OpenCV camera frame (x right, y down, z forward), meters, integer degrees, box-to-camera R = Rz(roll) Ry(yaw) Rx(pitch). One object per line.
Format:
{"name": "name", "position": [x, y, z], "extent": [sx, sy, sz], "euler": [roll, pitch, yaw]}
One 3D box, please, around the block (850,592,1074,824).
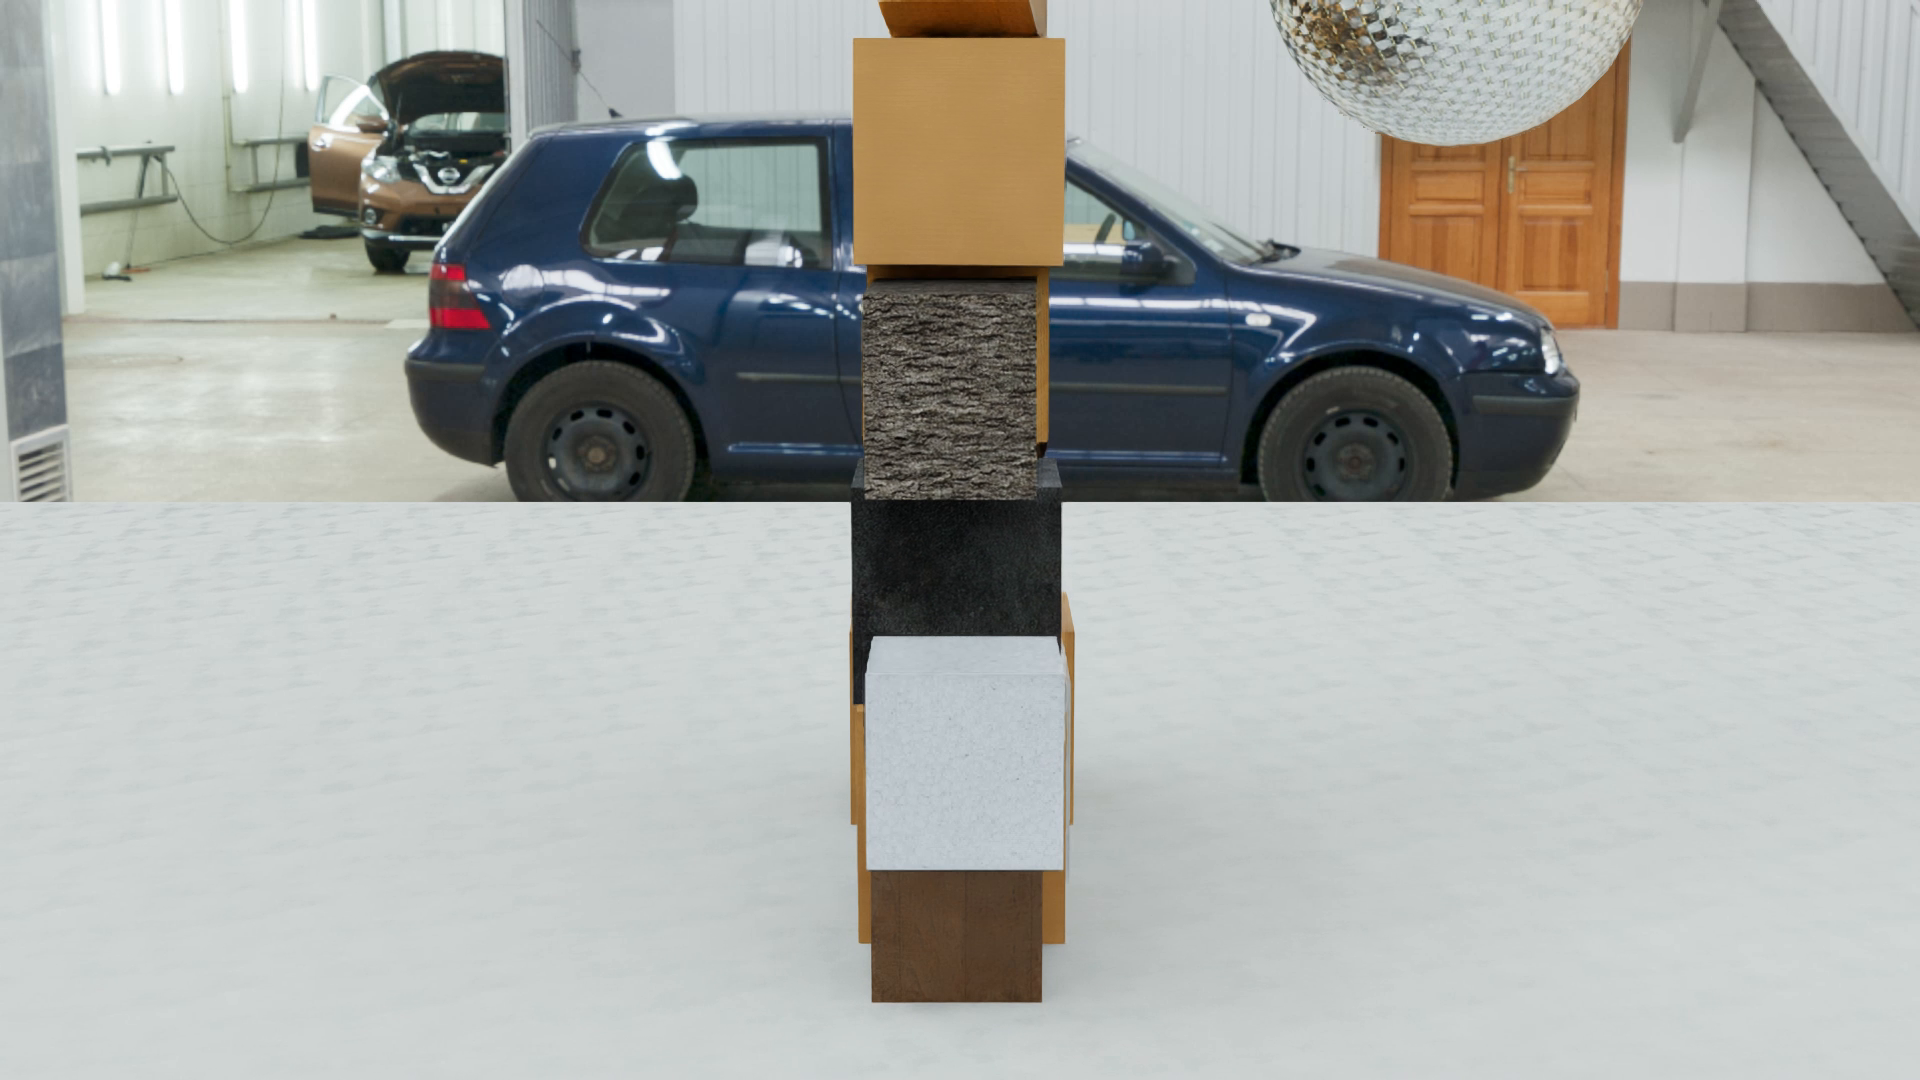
{"name": "block", "position": [0.009, 0.805, 12.527], "extent": [1.053, 0.935, 0.943], "euler": [0, 10, 0]}

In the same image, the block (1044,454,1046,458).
{"name": "block", "position": [0.019, 0.097, 11.553], "extent": [0.751, 0.843, 0.799], "euler": [0, 13, 0]}

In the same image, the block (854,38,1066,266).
{"name": "block", "position": [0.013, -1.620, 10.747], "extent": [0.850, 0.901, 0.897], "euler": [1, 8, 2]}

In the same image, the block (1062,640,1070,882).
{"name": "block", "position": [0.018, 0.987, 11.631], "extent": [0.926, 0.896, 0.864], "euler": [0, 10, 0]}

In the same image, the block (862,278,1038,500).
{"name": "block", "position": [-0.025, -0.620, 10.276], "extent": [0.667, 0.797, 0.772], "euler": [0, 11, 2]}

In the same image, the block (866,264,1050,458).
{"name": "block", "position": [-0.010, -0.757, 11.190], "extent": [0.772, 0.744, 0.847], "euler": [1, -4, 0]}

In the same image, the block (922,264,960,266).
{"name": "block", "position": [0.016, -1.367, 12.045], "extent": [0.613, 0.571, 0.647], "euler": [0, 15, 0]}

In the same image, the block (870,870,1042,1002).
{"name": "block", "position": [-0.012, 1.371, 10.091], "extent": [0.652, 0.691, 0.670], "euler": [0, 10, 0]}

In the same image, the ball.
{"name": "ball", "position": [2.074, -2.457, 10.734], "extent": [1.600, 1.600, 1.600], "euler": [0, 10, 0]}

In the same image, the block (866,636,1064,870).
{"name": "block", "position": [0.017, 0.765, 9.428], "extent": [0.697, 0.704, 0.779], "euler": [0, 8, 0]}

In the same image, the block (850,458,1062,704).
{"name": "block", "position": [-0.012, 0.157, 10.730], "extent": [0.845, 0.893, 0.799], "euler": [0, 10, 0]}

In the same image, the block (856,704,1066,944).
{"name": "block", "position": [0.006, 1.097, 10.791], "extent": [0.845, 0.977, 0.796], "euler": [0, 10, 0]}

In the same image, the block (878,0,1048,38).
{"name": "block", "position": [0.026, -2.500, 11.118], "extent": [0.636, 0.667, 0.622], "euler": [0, -16, 9]}
